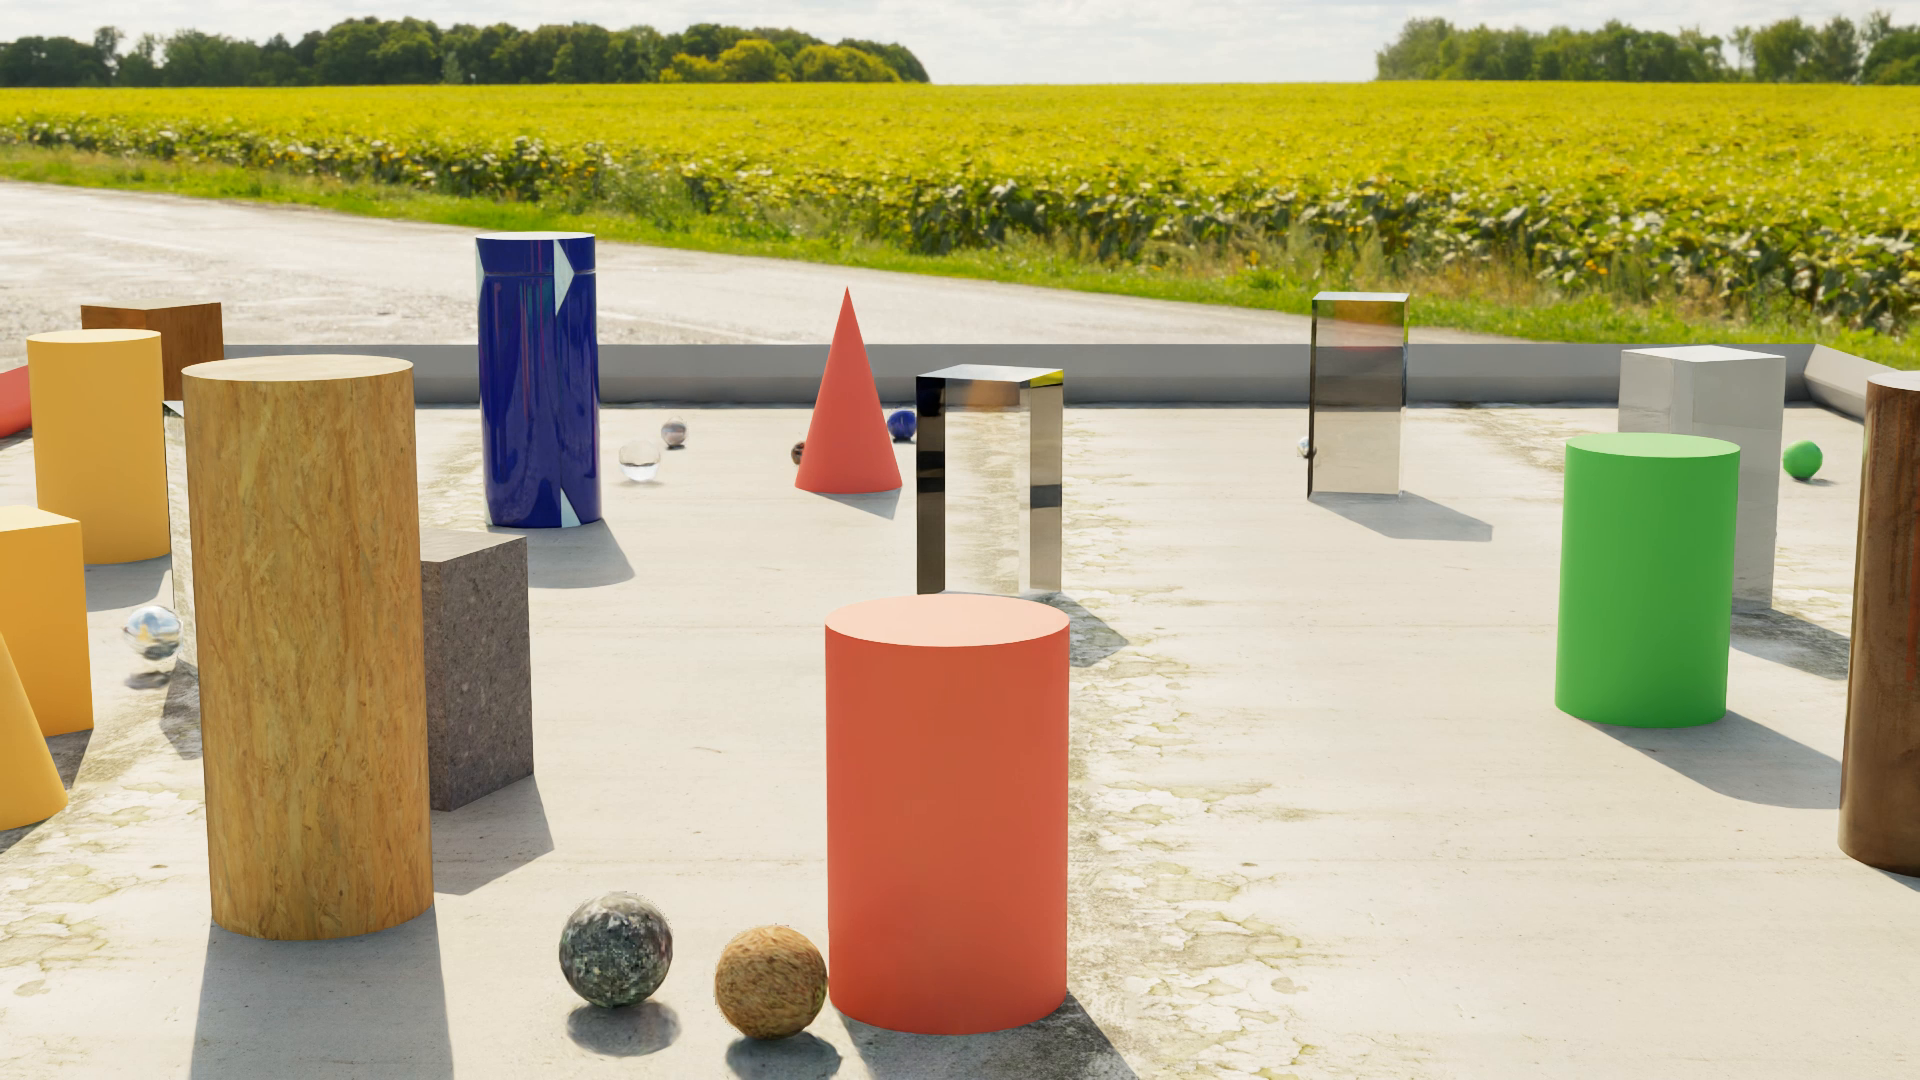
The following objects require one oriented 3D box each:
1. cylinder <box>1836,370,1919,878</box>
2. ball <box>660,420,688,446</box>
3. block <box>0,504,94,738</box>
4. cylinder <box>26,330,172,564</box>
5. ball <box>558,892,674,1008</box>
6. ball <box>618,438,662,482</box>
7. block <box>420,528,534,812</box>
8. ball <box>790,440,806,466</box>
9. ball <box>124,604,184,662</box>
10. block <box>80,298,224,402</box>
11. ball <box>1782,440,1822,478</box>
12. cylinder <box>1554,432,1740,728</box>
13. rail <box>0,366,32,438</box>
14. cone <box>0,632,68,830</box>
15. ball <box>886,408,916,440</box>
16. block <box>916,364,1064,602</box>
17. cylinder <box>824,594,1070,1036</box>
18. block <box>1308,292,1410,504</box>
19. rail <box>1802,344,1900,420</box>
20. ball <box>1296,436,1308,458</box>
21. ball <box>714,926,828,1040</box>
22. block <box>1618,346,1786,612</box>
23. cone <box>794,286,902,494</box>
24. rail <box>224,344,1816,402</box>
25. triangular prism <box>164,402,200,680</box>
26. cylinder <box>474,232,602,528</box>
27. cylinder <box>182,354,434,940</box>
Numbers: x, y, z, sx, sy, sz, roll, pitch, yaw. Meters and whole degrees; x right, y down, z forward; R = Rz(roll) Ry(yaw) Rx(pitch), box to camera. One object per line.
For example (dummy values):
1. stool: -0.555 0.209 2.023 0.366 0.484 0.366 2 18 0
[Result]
1. cylinder: 0.919 0.075 2.357 0.189 0.441 0.189 0 11 0
2. ball: -0.549 -0.206 4.926 0.052 0.052 0.052 0 11 0
3. block: -1.066 0.093 2.824 0.152 0.233 0.152 -10 14 -42
4. cylinder: -1.283 -0.142 3.831 0.189 0.327 0.189 0 11 0
5. ball: -0.268 0.320 2.001 0.089 0.089 0.089 0 11 0
6. ball: -0.564 -0.141 4.511 0.075 0.075 0.075 0 11 0
7. block: -0.541 0.126 2.599 0.152 0.251 0.152 5 11 23
8. ball: -0.282 -0.157 4.666 0.050 0.050 0.050 0 11 0
9. ball: -0.975 0.113 3.101 0.069 0.069 0.069 0 11 0
10. block: -1.285 -0.205 4.108 0.152 0.348 0.152 7 12 32
11. ball: 1.491 -0.143 4.540 0.069 0.069 0.069 0 11 0
12. cylinder: 0.777 0.042 2.907 0.189 0.303 0.189 0 11 0
13. rail: -1.850 0.034 3.439 0.045 0.123 4.311 0 11 0
14. cone: -0.980 0.109 2.505 0.189 0.318 0.189 0 11 0
15. ball: -0.113 -0.226 5.004 0.062 0.062 0.062 0 11 0
16. block: 0.041 -0.074 3.511 0.152 0.311 0.152 5 12 24
17. cylinder: -0.010 0.210 2.011 0.189 0.302 0.189 0 11 0
18. block: 0.675 -0.243 4.343 0.152 0.338 0.152 2 11 13
19. rail: 1.850 0.030 3.460 0.045 0.123 4.311 0 11 0
20. ball: 0.648 -0.173 4.775 0.041 0.041 0.041 0 11 0
21. ball: -0.142 0.334 1.936 0.085 0.085 0.085 0 11 0
22. block: 0.997 -0.083 3.474 0.152 0.341 0.152 -5 12 -23
23. cone: -0.194 -0.268 4.447 0.189 0.348 0.189 0 11 0
24. rail: -0.012 -0.359 5.545 3.746 0.123 0.045 0 11 0
25. triangular prism: -0.909 -0.005 3.114 0.142 0.320 0.164 7 13 33
26. cylinder: -0.674 -0.259 4.108 0.189 0.455 0.189 0 11 0
27. cylinder: -0.557 0.087 2.205 0.189 0.473 0.189 0 11 0
